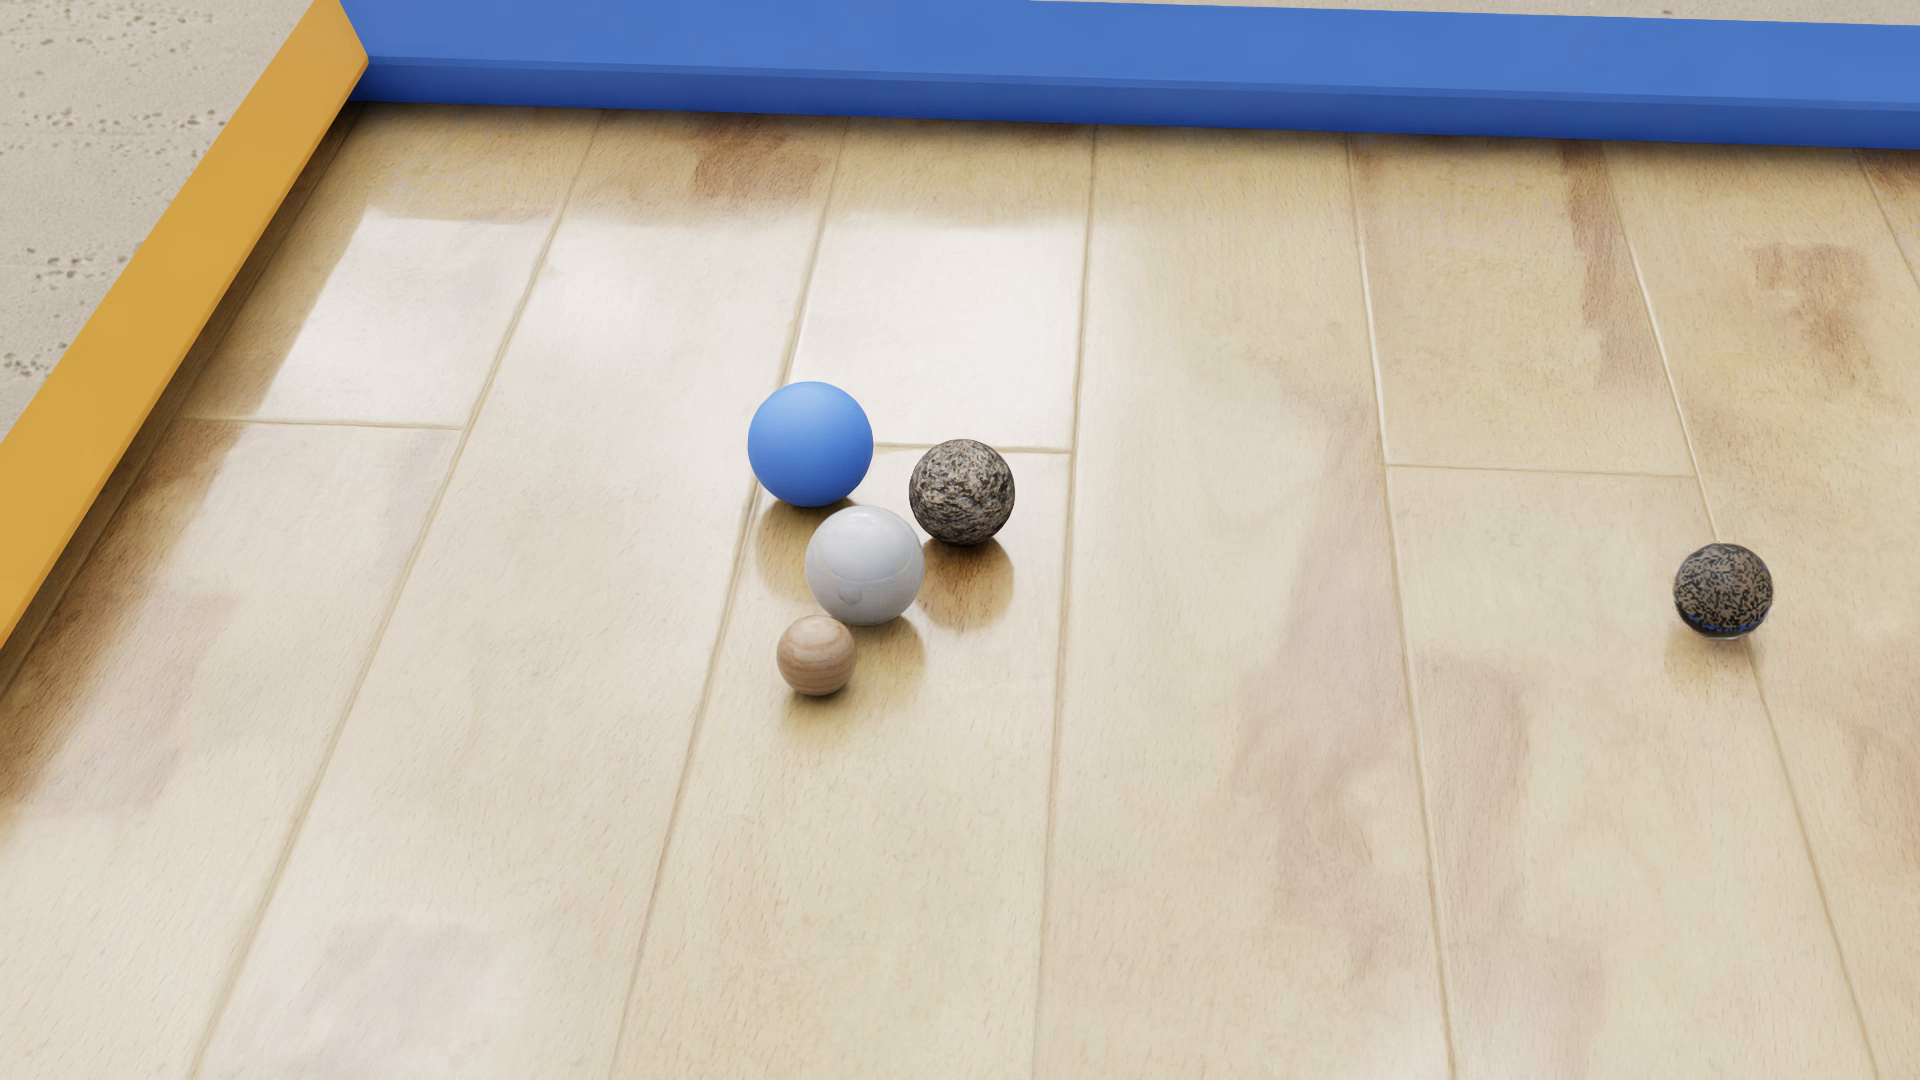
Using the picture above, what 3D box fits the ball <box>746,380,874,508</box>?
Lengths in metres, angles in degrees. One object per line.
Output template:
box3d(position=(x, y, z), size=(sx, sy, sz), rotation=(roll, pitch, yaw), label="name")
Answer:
box3d(position=(-0.117, -0.075, 2.004), size=(0.099, 0.099, 0.099), rotation=(0, 35, 0), label="ball")

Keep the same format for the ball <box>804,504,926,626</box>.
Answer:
box3d(position=(-0.070, 0.019, 1.878), size=(0.089, 0.089, 0.089), rotation=(0, 35, 0), label="ball")

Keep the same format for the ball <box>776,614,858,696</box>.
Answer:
box3d(position=(-0.101, 0.082, 1.814), size=(0.058, 0.058, 0.058), rotation=(0, 35, 0), label="ball")

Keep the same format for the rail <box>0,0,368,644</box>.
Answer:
box3d(position=(-0.668, -0.047, 1.936), size=(0.045, 0.128, 1.618), rotation=(2, 35, 3), label="rail")

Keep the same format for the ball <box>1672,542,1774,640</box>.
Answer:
box3d(position=(0.555, 0.037, 1.866), size=(0.071, 0.071, 0.071), rotation=(0, 35, 0), label="ball")

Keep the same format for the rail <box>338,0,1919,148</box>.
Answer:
box3d(position=(0.748, -0.437, 2.500), size=(2.773, 0.128, 0.045), rotation=(2, 35, 3), label="rail")

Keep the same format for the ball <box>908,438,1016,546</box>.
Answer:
box3d(position=(0.002, -0.036, 1.963), size=(0.082, 0.082, 0.082), rotation=(0, 35, 0), label="ball")
